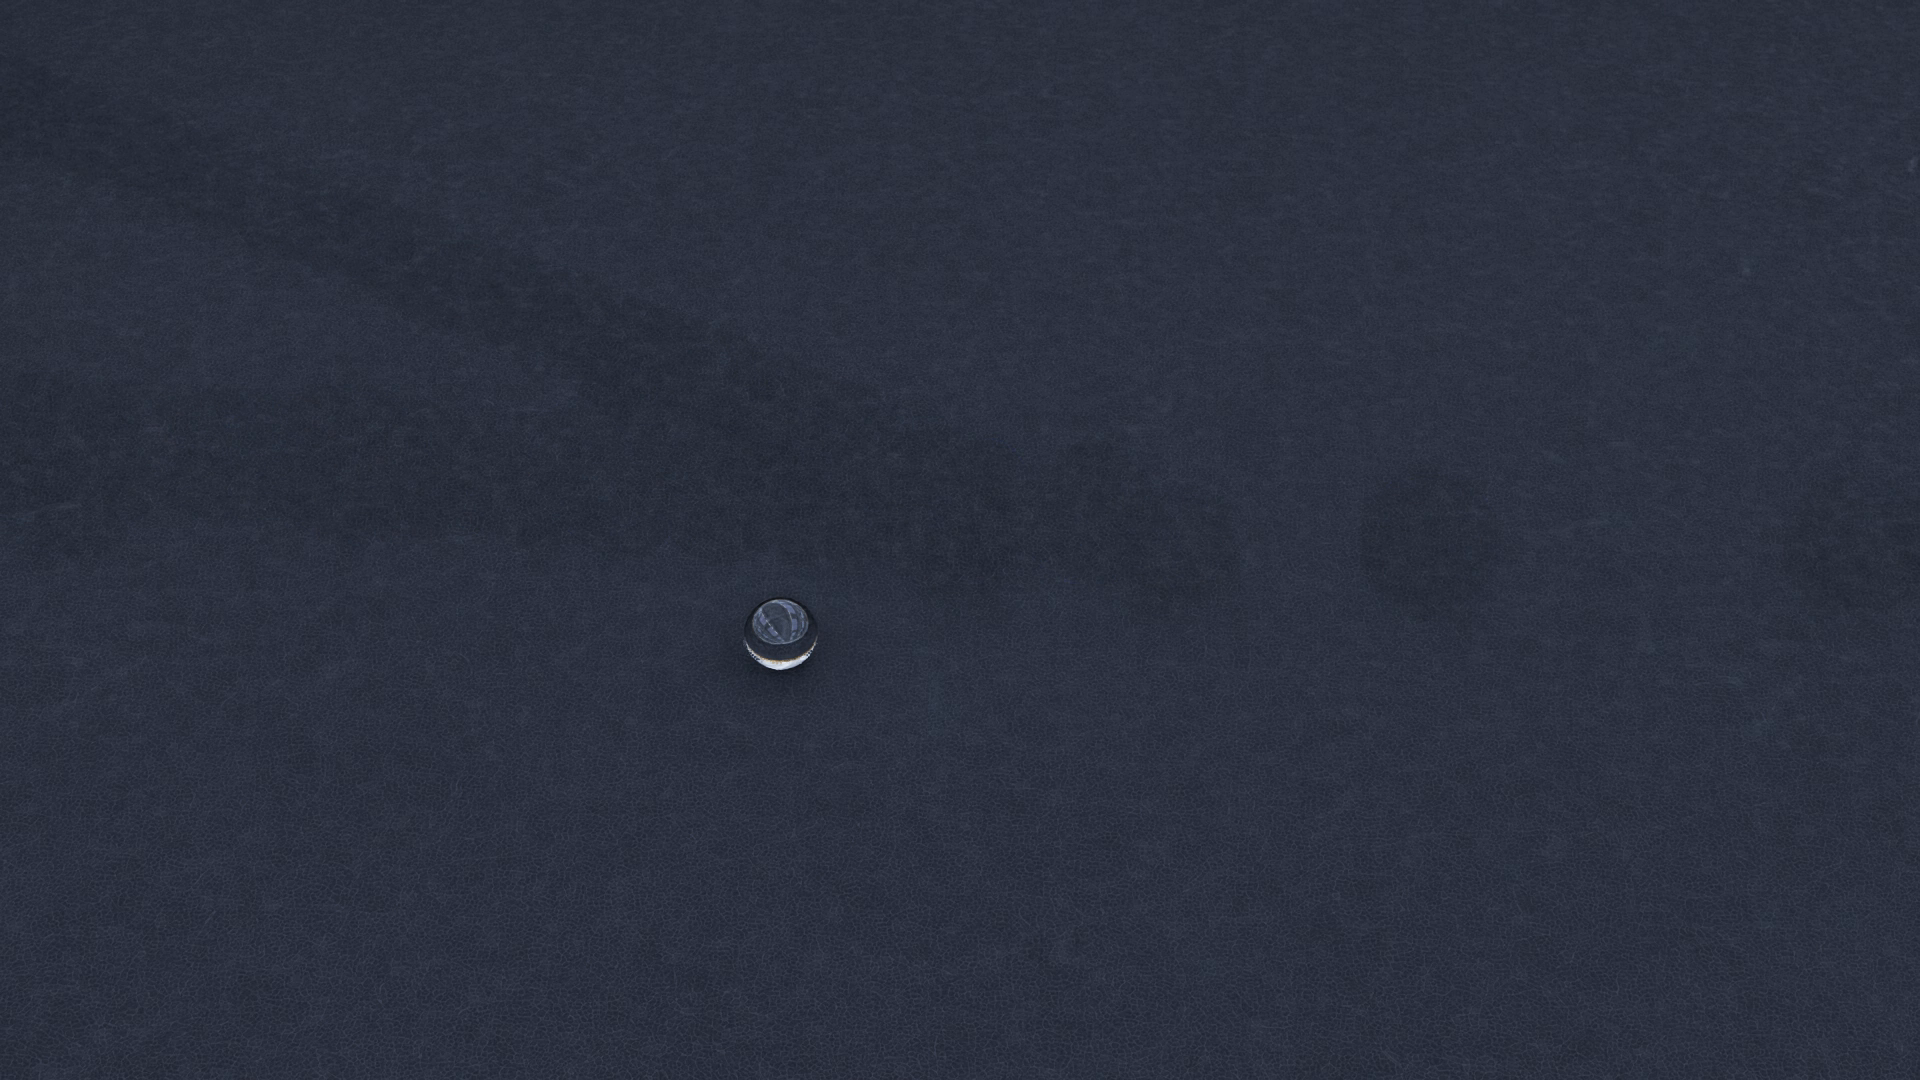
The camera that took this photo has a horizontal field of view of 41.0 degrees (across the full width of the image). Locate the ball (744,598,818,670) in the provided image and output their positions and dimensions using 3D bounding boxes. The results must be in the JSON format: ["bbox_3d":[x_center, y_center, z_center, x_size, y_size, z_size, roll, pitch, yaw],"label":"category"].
[{"bbox_3d":[-0.108,0.056,1.541,0.044,0.044,0.044,0,36,0],"label":"ball"}]
